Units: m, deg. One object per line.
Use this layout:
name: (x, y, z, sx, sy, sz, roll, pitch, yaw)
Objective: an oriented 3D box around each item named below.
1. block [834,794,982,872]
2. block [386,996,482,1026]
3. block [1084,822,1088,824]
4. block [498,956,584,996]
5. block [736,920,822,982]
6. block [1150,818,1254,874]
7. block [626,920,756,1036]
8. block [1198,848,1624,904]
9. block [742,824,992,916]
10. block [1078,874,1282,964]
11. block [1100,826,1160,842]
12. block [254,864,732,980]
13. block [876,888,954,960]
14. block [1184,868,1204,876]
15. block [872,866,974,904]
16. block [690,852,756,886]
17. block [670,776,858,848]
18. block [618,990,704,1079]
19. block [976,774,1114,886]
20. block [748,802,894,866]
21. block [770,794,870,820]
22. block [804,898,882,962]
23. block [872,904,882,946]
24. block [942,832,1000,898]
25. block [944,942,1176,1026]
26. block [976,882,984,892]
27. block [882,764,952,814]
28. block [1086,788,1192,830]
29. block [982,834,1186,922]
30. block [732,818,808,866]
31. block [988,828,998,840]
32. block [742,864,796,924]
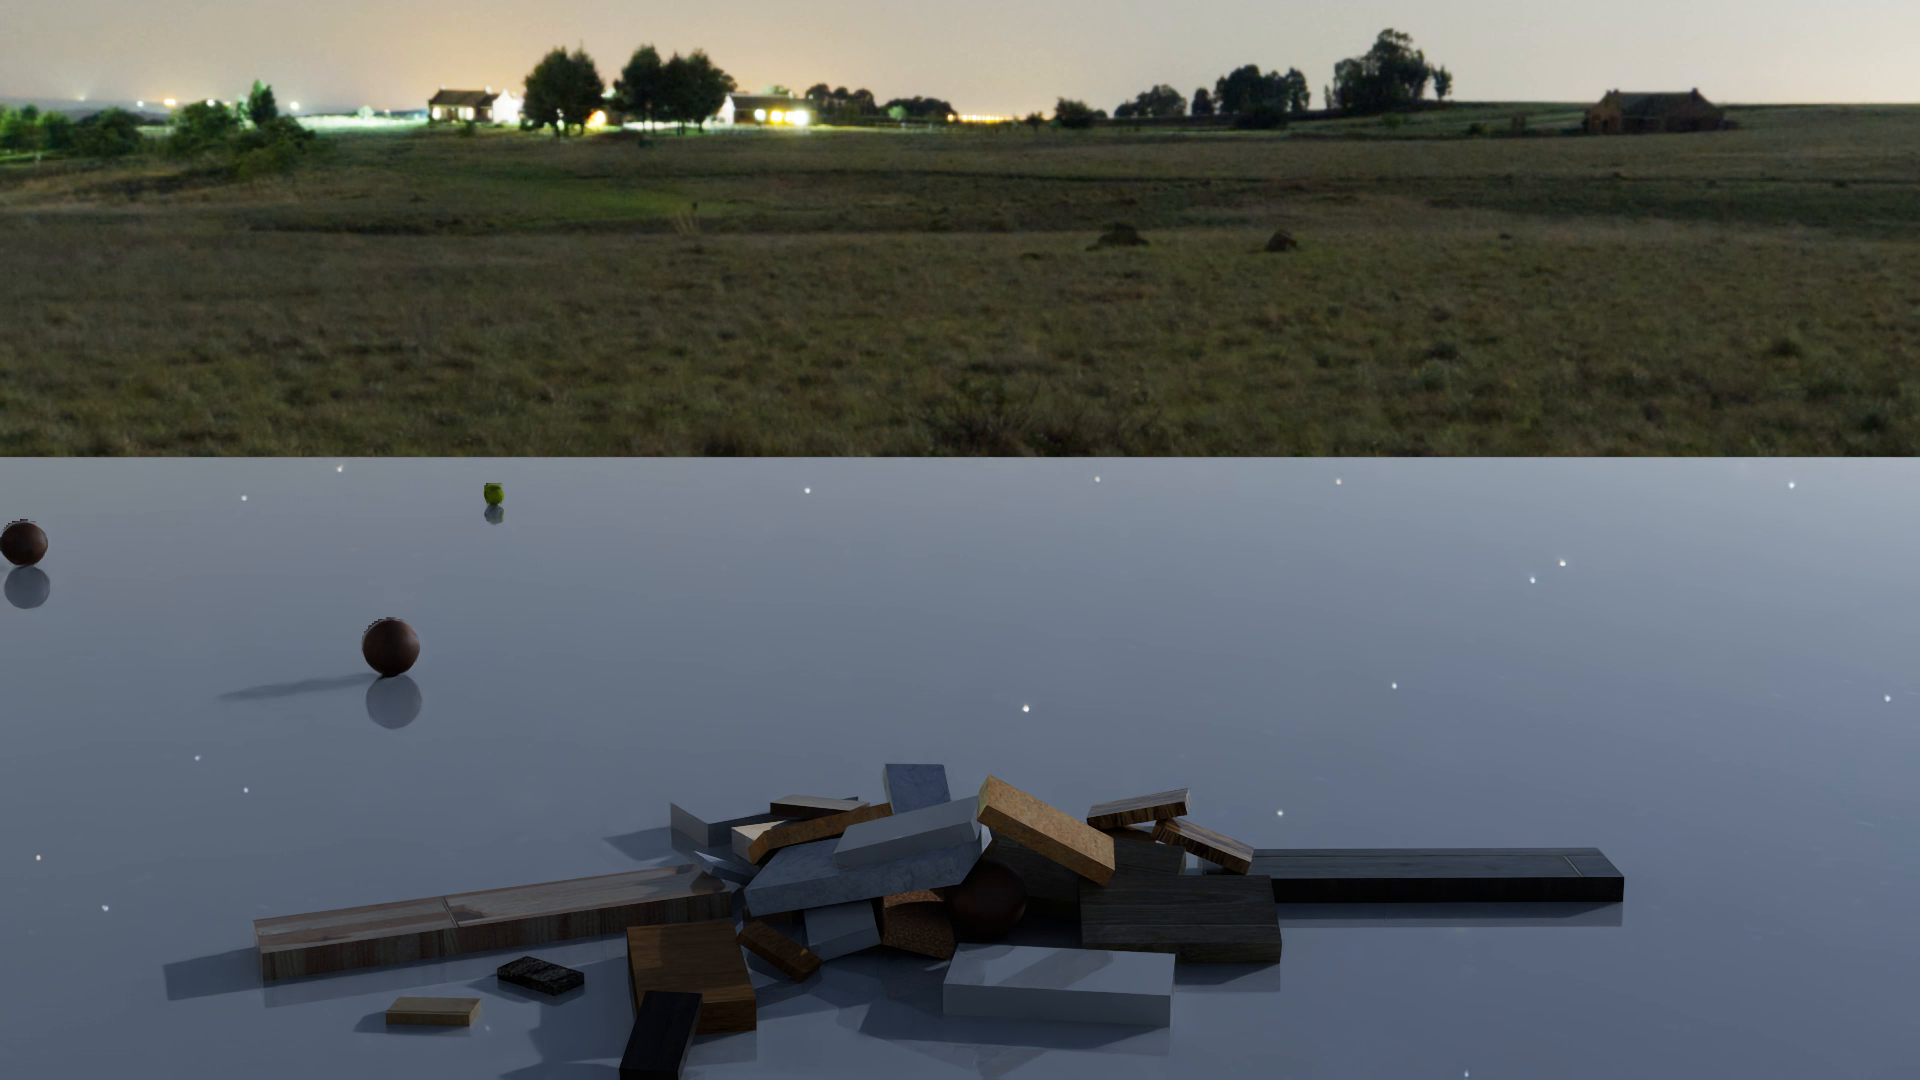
block: (-0.078, 0.462, 3.470, 0.227, 0.032, 0.113, -15, 12, 12)
block: (-0.755, 0.676, 3.157, 0.121, 0.017, 0.060, 1, 11, 3)
block: (0.189, 0.497, 3.834, 0.076, 0.022, 0.278, 10, -7, 42)
block: (-0.627, 0.652, 3.290, 0.121, 0.017, 0.060, 7, 13, 34)
block: (-0.273, 0.621, 3.325, 0.121, 0.017, 0.060, 29, 19, 16)
block: (0.405, 0.505, 3.674, 0.168, 0.024, 0.084, 21, 12, 8)
block: (-0.400, 0.645, 3.248, 0.163, 0.046, 0.326, -2, 11, -11)
block: (0.751, 0.563, 3.696, 0.686, 0.043, 0.151, 0, 11, -1)
block: (-0.147, 0.518, 3.506, 0.368, 0.046, 0.163, -13, 13, 22)
block: (0.338, 0.587, 3.412, 0.302, 0.043, 0.151, 0, 34, 0)
block: (0.248, 0.501, 3.694, 0.167, 0.024, 0.084, 1, 10, 9)
block: (-0.735, 0.601, 3.492, 0.727, 0.044, 0.154, -4, 11, -22)
block: (-0.074, 0.586, 3.464, 0.107, 0.030, 0.214, 15, 14, -10)
block: (0.324, 0.575, 3.669, 0.167, 0.024, 0.084, -2, 11, -1)
block: (-0.096, 0.552, 3.640, 0.215, 0.030, 0.108, -18, 14, -13)
block: (-0.388, 0.551, 3.663, 0.061, 0.017, 0.121, 25, -1, 44)
block: (-0.359, 0.498, 4.045, 0.308, 0.044, 0.154, -7, 12, -32)
block: (-0.407, 0.678, 3.003, 0.080, 0.023, 0.159, 2, 28, 6)
block: (0.136, 0.456, 3.463, 0.227, 0.032, 0.113, 28, 17, -6)
block: (-0.235, 0.498, 3.724, 0.227, 0.032, 0.113, -10, -18, -24)
block: (-0.250, 0.480, 3.928, 0.159, 0.023, 0.080, 3, 6, 24)
block: (-0.189, 0.593, 3.461, 0.107, 0.030, 0.214, -17, 15, -3)
block: (-0.139, 0.612, 3.502, 0.065, 0.018, 0.130, 3, 11, 13)
block: (0.029, 0.538, 3.693, 0.215, 0.030, 0.108, -21, 15, -18)
block: (0.148, 0.650, 3.222, 0.326, 0.046, 0.163, 1, 11, 8)
block: (0.076, 0.564, 3.696, 0.104, 0.015, 0.052, -15, 11, -1)
block: (-0.066, 0.482, 3.841, 0.107, 0.030, 0.214, 2, 42, -15)
block: (0.302, 0.455, 3.713, 0.168, 0.024, 0.084, -11, 6, 12)
block: (0.202, 0.546, 3.564, 0.302, 0.043, 0.151, 6, 40, 16)
block: (-0.232, 0.521, 3.872, 0.308, 0.044, 0.154, -5, 4, -22)
block: (-0.056, 0.502, 3.668, 0.215, 0.030, 0.108, -18, 14, -12)
block: (-0.301, 0.580, 3.606, 0.080, 0.023, 0.159, 1, 18, 6)
